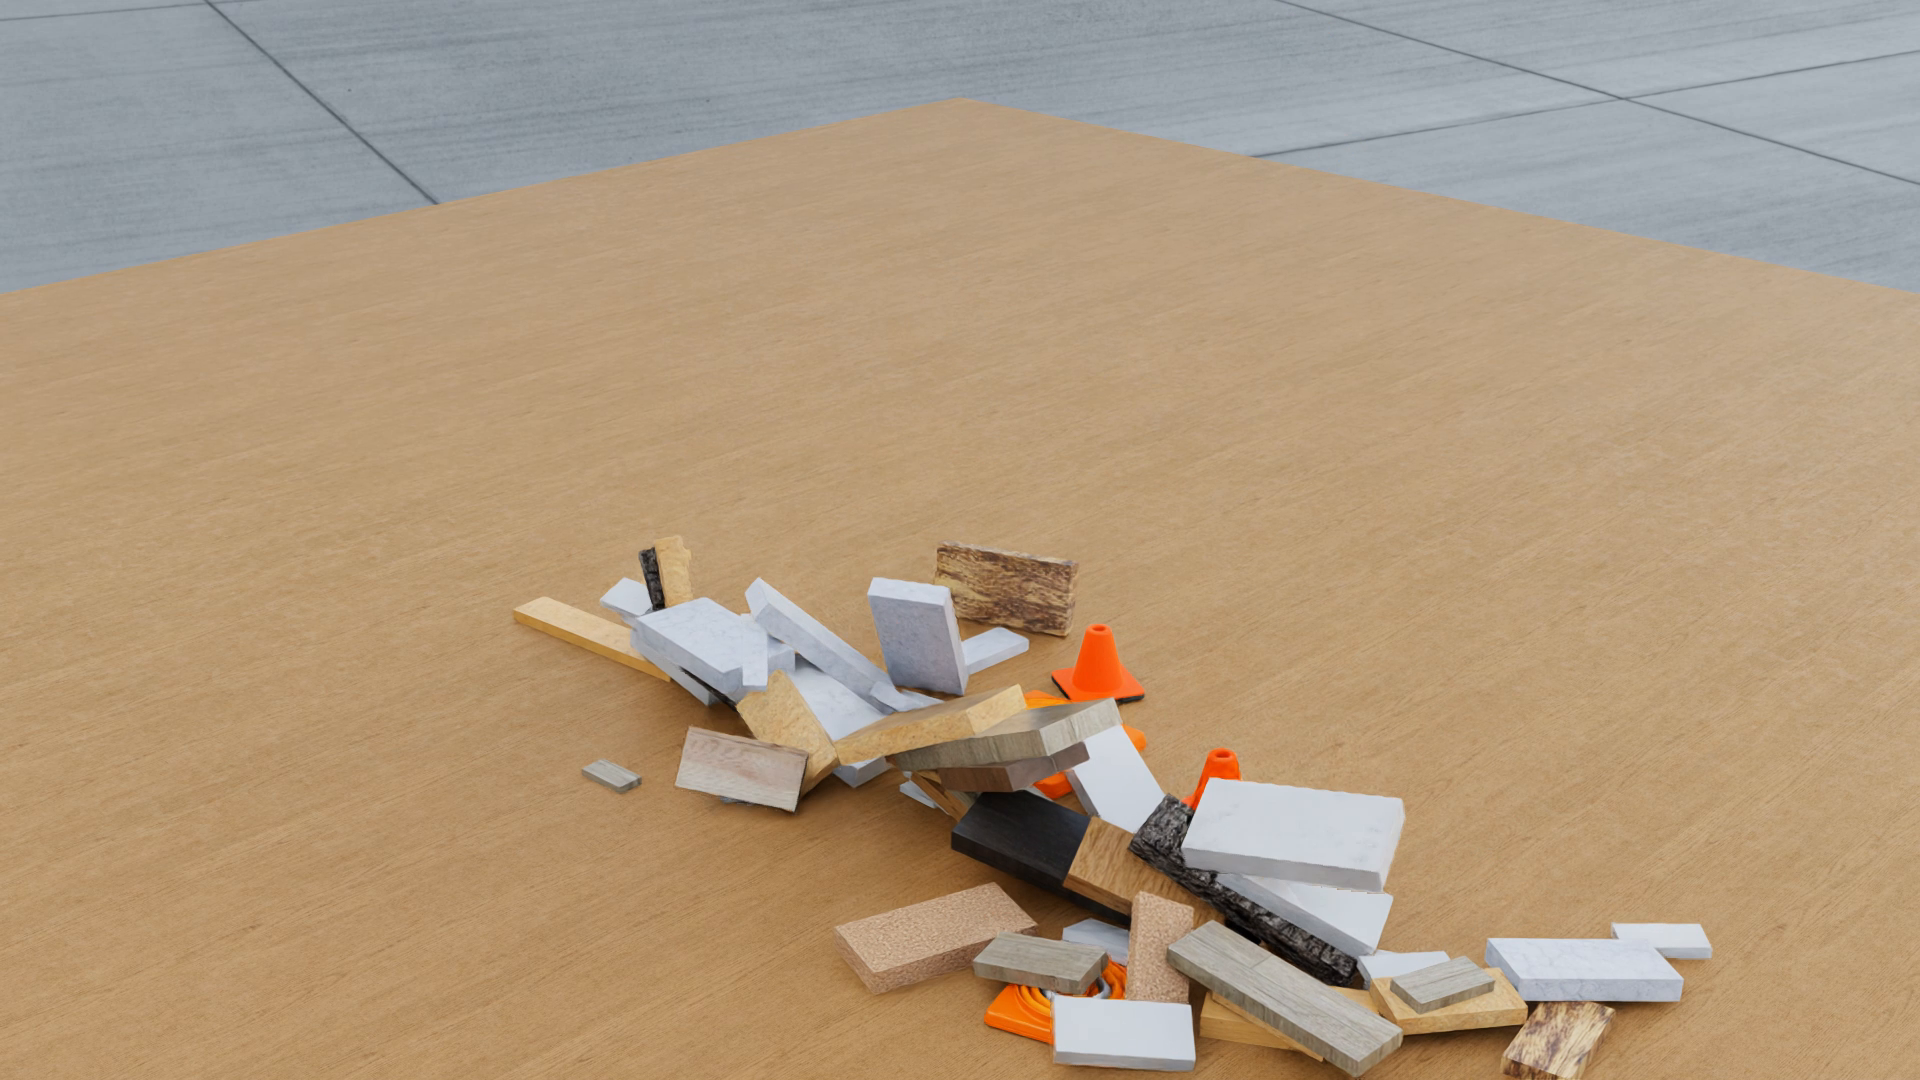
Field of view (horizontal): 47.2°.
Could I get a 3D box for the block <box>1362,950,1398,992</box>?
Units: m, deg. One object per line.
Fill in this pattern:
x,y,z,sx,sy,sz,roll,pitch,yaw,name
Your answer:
0.835,0.785,3.868,0.233,0.033,0.117,8,24,18,block

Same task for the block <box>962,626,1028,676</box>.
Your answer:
0.055,0.258,5.118,0.198,0.028,0.099,-20,30,-39,block

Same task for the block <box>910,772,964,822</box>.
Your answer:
0.006,0.515,4.439,0.101,0.029,0.202,-21,47,-40,block

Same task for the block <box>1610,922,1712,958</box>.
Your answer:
1.278,0.730,4.010,0.161,0.023,0.081,1,23,1,block

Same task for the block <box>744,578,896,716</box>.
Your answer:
-0.300,0.236,4.811,0.382,0.048,0.171,38,6,-21,block

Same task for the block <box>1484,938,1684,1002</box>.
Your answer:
1.095,0.755,3.868,0.301,0.043,0.150,2,16,-9,block

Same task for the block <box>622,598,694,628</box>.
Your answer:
-0.638,0.189,5.013,0.148,0.042,0.296,-15,23,-33,block

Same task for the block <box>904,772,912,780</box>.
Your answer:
-0.063,0.489,4.510,0.050,0.014,0.101,-20,33,-39,block

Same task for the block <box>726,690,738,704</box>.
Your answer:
-0.400,0.322,4.794,0.179,0.051,0.358,-21,45,-41,block

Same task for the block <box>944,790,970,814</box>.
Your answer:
0.071,0.542,4.370,0.101,0.029,0.202,-19,47,-37,block

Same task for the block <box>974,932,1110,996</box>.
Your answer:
0.142,0.741,3.854,0.212,0.030,0.106,4,23,32,block

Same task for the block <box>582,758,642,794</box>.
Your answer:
-0.726,0.492,4.580,0.121,0.017,0.060,19,29,37,block

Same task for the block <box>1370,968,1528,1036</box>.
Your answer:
0.835,0.789,3.764,0.237,0.034,0.118,-3,24,-11,block

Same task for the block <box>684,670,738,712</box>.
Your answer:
-0.460,0.323,4.869,0.296,0.042,0.148,33,38,33,block

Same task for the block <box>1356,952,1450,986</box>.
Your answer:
0.787,0.757,3.851,0.161,0.023,0.081,-1,23,-11,block

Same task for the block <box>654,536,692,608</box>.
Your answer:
-0.641,0.089,4.947,0.060,0.191,0.017,-13,8,-27,block

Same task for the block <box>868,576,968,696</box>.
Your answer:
-0.089,0.214,4.841,0.171,0.342,0.048,8,54,15,block

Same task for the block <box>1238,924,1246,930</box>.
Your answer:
0.557,0.706,4.001,0.052,0.015,0.103,-18,33,-37,block

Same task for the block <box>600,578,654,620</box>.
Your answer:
-0.746,0.138,5.037,0.163,0.023,0.081,17,53,44,block

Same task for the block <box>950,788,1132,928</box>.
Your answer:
0.210,0.589,4.102,0.428,0.047,0.165,21,43,22,block

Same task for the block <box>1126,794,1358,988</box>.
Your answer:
0.529,0.634,3.967,0.456,0.041,0.146,33,38,13,block

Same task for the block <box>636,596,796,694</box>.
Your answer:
-0.533,0.225,4.775,0.179,0.051,0.358,-18,28,-34,block

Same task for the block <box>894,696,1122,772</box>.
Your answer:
0.081,0.375,4.204,0.177,0.050,0.533,-20,3,-32,block

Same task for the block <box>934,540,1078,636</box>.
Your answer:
0.107,0.114,5.266,0.342,0.171,0.048,10,12,22,block

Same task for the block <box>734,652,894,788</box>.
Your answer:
-0.286,0.378,4.650,0.358,0.051,0.179,33,37,29,block

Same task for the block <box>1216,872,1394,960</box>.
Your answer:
0.620,0.627,3.953,0.301,0.043,0.150,29,37,7,block

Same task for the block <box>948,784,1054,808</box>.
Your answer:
0.088,0.505,4.273,0.115,0.033,0.230,-27,43,-30,block

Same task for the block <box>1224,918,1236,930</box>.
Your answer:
0.429,0.697,4.019,0.144,0.020,0.072,0,38,25,block

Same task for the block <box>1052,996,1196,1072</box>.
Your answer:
0.274,0.830,3.695,0.233,0.033,0.117,5,39,-3,block

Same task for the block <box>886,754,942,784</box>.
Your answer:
-0.042,0.446,4.447,0.202,0.029,0.101,17,29,35,block

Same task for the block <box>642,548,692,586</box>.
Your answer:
-0.690,0.082,5.131,0.081,0.023,0.163,3,43,12,block

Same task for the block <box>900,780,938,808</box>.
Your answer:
-0.071,0.519,4.519,0.050,0.014,0.101,-21,31,-40,block

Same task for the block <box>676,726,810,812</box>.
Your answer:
-0.441,0.465,4.460,0.248,0.124,0.035,12,-11,3,block

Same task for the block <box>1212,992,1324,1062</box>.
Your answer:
0.559,0.794,3.737,0.118,0.034,0.237,-22,33,-38,block

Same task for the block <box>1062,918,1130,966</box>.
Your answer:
0.301,0.734,3.952,0.212,0.030,0.106,14,9,29,block

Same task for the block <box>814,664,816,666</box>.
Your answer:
-0.298,0.286,5.068,0.103,0.015,0.051,-2,23,-4,block

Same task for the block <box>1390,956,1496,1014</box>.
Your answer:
0.825,0.760,3.759,0.161,0.023,0.081,-10,27,-27,block

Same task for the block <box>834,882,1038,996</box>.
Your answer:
-0.043,0.722,4.000,0.330,0.047,0.165,-12,26,-25,block

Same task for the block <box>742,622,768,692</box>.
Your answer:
-0.432,0.244,4.636,0.051,0.015,0.247,1,29,-6,block

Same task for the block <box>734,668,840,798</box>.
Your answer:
-0.353,0.399,4.552,0.124,0.035,0.248,-41,61,5,block

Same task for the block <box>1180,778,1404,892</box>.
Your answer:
0.589,0.518,3.889,0.355,0.050,0.177,4,40,25,block

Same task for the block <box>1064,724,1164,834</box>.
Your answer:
0.313,0.497,4.450,0.150,0.043,0.423,-7,33,-17,block

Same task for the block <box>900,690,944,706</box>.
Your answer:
-0.094,0.361,4.892,0.103,0.015,0.051,14,27,30,block

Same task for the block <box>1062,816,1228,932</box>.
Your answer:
0.347,0.622,3.982,0.292,0.041,0.146,24,45,5,block

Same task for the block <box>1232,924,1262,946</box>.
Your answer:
0.498,0.711,4.018,0.052,0.015,0.103,-12,30,-30,block

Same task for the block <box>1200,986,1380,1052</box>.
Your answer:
0.569,0.816,3.784,0.292,0.041,0.146,6,24,13,block

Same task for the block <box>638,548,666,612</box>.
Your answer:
-0.667,0.097,4.980,0.081,0.163,0.023,-13,-5,-27,block

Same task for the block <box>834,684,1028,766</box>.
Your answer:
-0.061,0.365,4.335,0.355,0.050,0.177,-17,3,39,block

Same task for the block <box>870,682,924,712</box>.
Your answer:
-0.099,0.359,4.629,0.124,0.035,0.247,33,-5,-18,block

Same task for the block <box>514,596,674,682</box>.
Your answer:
-0.837,0.230,5.182,0.536,0.028,0.099,17,29,35,block

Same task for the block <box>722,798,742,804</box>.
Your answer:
-0.432,0.513,4.529,0.121,0.017,0.060,-5,24,-12,block

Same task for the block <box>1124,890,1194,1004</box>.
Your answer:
0.348,0.726,3.834,0.106,0.030,0.212,20,51,-14,block

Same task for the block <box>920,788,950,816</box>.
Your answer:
-0.031,0.524,4.473,0.050,0.014,0.101,-15,30,-32,block

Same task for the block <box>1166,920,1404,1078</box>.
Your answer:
0.542,0.768,3.707,0.118,0.034,0.411,-22,34,-38,block

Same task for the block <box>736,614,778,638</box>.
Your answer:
-0.518,0.211,5.228,0.198,0.028,0.099,-6,24,-14,block

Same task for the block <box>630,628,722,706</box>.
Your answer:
-0.604,0.268,5.010,0.148,0.042,0.296,-19,39,-40,block

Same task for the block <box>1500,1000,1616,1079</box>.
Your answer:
1.013,0.848,3.721,0.117,0.033,0.233,15,27,31,block

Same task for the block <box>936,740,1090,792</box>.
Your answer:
0.097,0.423,4.156,0.165,0.047,0.330,-20,2,-23,block
